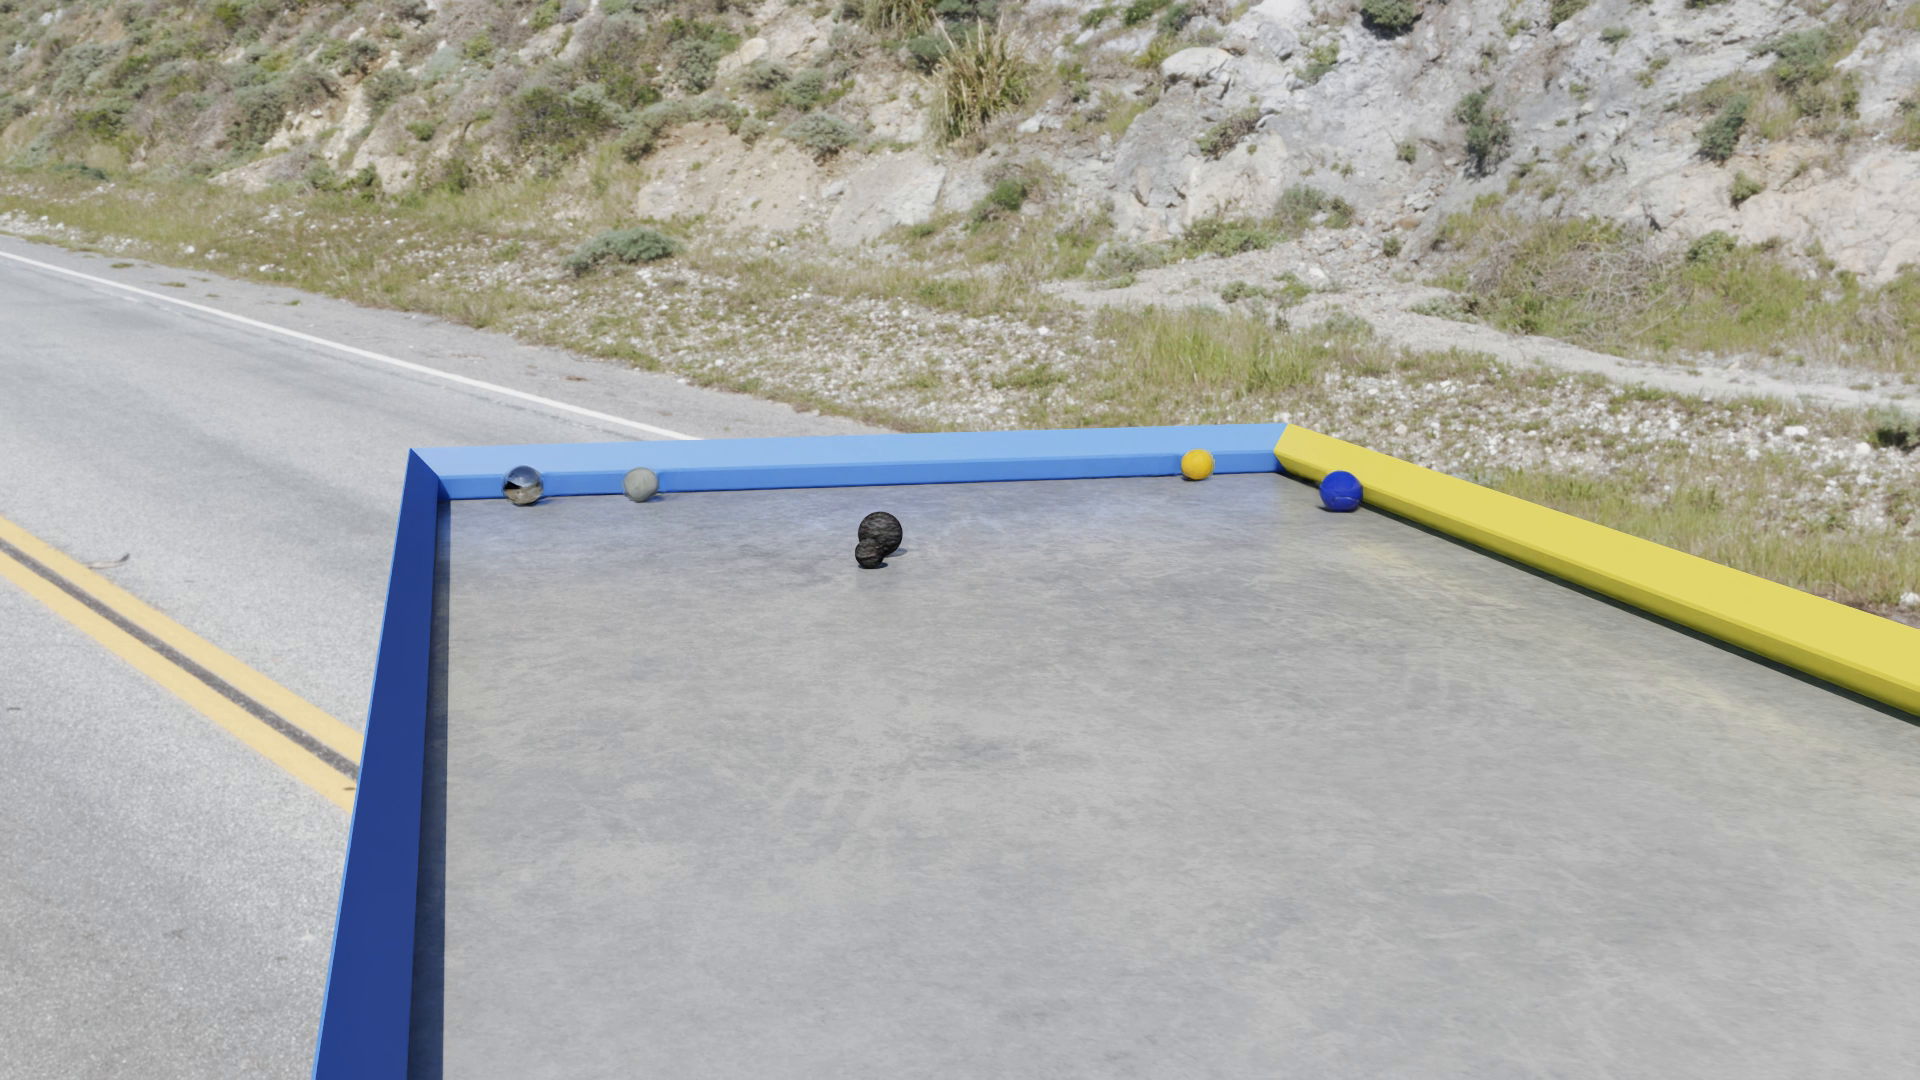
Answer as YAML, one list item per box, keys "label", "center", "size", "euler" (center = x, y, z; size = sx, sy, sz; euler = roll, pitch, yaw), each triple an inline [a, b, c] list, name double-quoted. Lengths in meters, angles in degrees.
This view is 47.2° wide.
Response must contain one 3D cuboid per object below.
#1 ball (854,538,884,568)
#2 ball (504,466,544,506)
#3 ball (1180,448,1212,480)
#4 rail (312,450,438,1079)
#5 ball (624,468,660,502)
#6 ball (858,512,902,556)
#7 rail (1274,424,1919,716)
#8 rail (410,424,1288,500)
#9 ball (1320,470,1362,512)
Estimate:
- label: "ball"
  center: [-0.126, 0.019, 3.077]
  size: [0.042, 0.042, 0.042]
  euler: [0, 10, 0]
- label: "ball"
  center: [-0.717, -0.090, 3.618]
  size: [0.066, 0.066, 0.066]
  euler: [0, 10, 0]
- label: "ball"
  center: [0.418, -0.133, 3.887]
  size: [0.057, 0.057, 0.057]
  euler: [0, 10, 0]
- label: "rail"
  center: [-0.574, 0.136, 2.278]
  size: [0.045, 0.088, 2.888]
  euler: [-2, 10, -13]
- label: "ball"
  center: [-0.529, -0.092, 3.656]
  size: [0.058, 0.058, 0.058]
  euler: [0, 10, 0]
- label: "ball"
  center: [-0.115, -0.009, 3.166]
  size: [0.065, 0.065, 0.065]
  euler: [0, 10, 0]
- label: "rail"
  center: [0.892, 0.078, 2.604]
  size: [0.045, 0.088, 2.888]
  euler: [-2, 10, -13]
- label: "rail"
  center: [-0.154, -0.135, 3.805]
  size: [1.550, 0.088, 0.045]
  euler: [-2, 10, -13]
- label: "ball"
  center: [0.615, -0.079, 3.552]
  size: [0.068, 0.068, 0.068]
  euler: [0, 10, 0]
